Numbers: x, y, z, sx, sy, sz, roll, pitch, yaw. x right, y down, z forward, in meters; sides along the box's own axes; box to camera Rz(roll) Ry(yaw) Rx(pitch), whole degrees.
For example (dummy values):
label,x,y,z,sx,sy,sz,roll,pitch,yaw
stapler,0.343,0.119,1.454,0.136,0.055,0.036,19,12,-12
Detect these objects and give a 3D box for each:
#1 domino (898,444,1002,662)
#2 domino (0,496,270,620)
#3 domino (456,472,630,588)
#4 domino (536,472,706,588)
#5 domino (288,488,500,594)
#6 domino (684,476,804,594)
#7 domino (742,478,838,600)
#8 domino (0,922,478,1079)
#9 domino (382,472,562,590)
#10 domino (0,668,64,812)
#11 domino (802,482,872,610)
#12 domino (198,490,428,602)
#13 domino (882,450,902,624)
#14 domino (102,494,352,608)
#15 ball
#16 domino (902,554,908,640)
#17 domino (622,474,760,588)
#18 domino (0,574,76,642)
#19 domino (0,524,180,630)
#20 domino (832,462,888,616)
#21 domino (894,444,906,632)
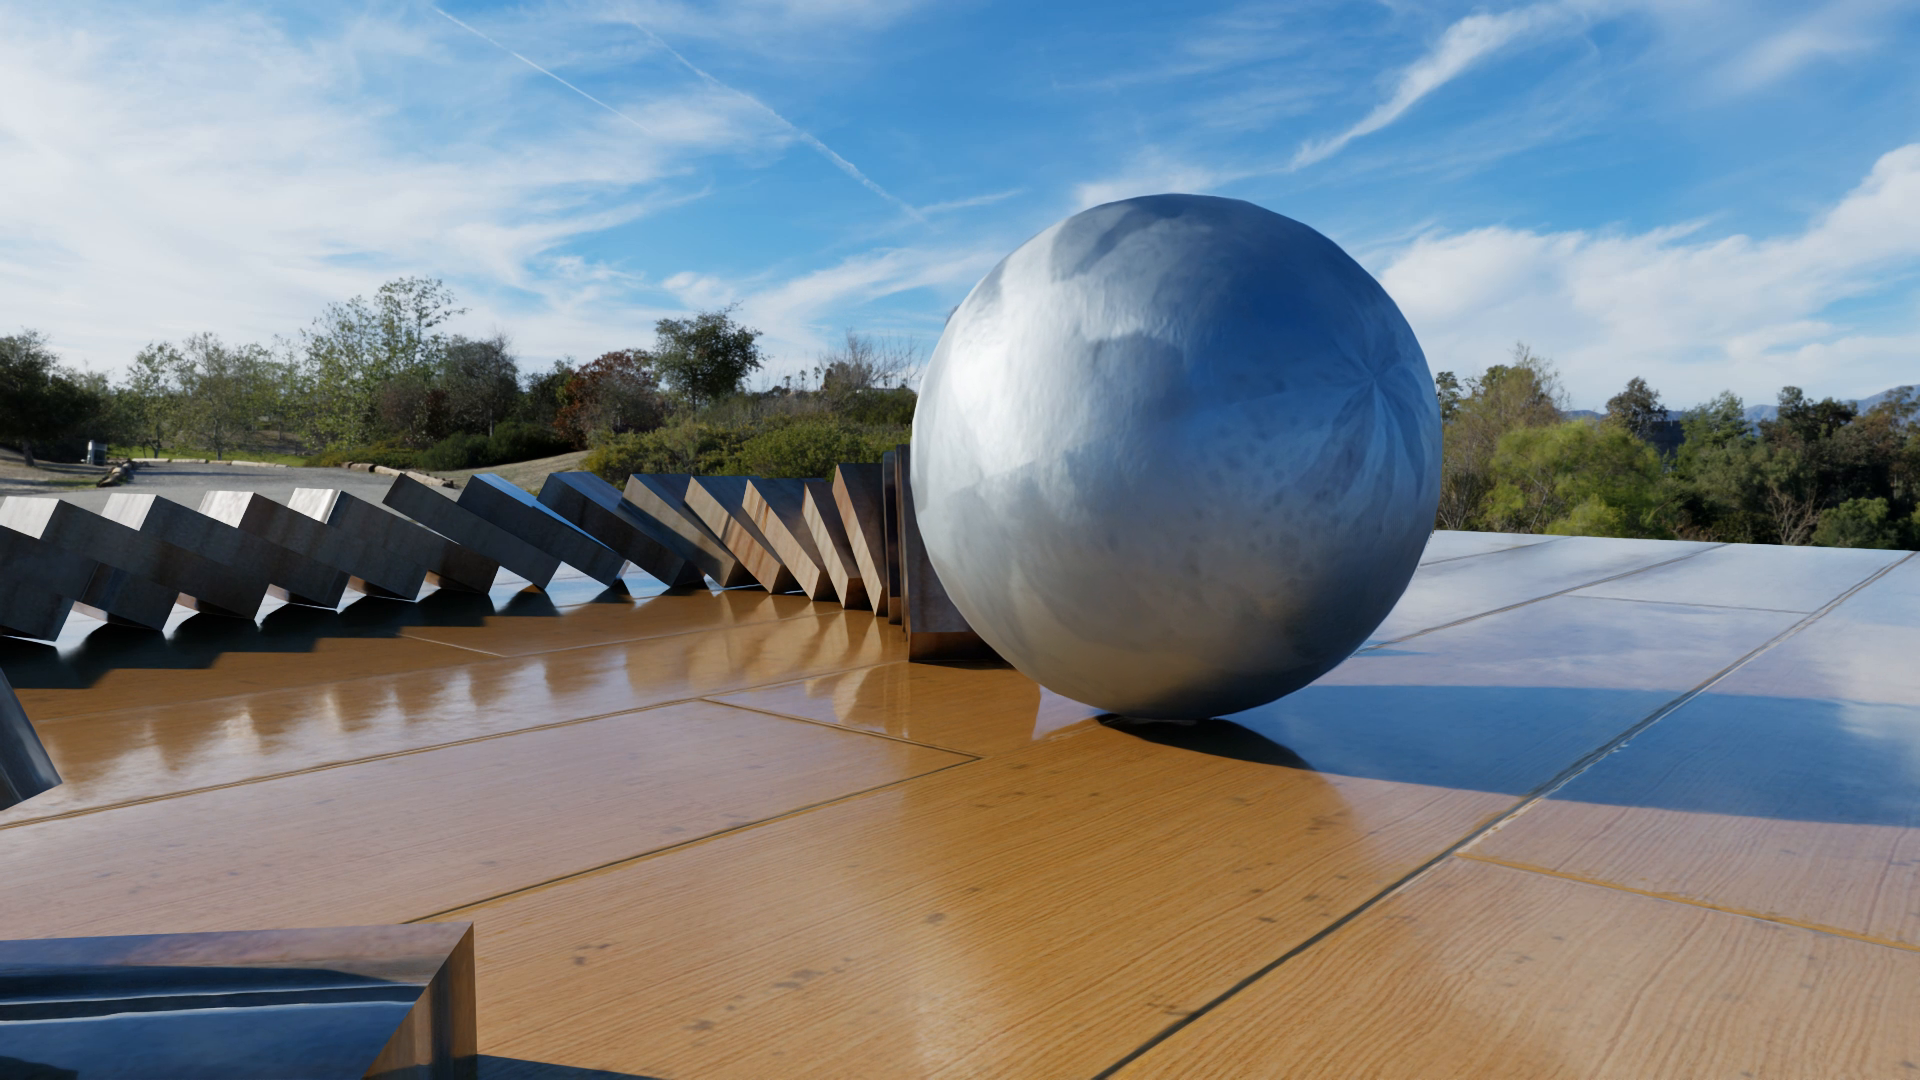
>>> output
label,x,y,z,sx,sy,sz,roll,pitch,yaw
domino,0.001,0.002,0.265,0.025,0.050,0.009,0,-40,-6
domino,-0.193,0.005,0.300,0.025,0.009,0.050,3,-21,32
domino,-0.124,-0.003,0.389,0.050,0.009,0.025,30,0,-8
domino,-0.102,-0.004,0.395,0.050,0.010,0.025,32,9,7
domino,-0.156,0.001,0.354,0.025,0.009,0.050,3,-21,38
domino,-0.059,-0.003,0.384,0.025,0.010,0.050,-3,34,-45
domino,-0.041,-0.001,0.370,0.025,0.010,0.050,-3,33,-34
domino,-0.057,0.032,0.074,0.050,0.009,0.025,0,4,-6
domino,-0.143,-0.003,0.377,0.050,0.009,0.025,32,-9,-22
domino,-0.082,0.023,0.070,0.050,0.010,0.025,-24,7,-6
domino,-0.025,0.000,0.352,0.025,0.009,0.050,-2,32,-21
domino,-0.169,0.002,0.336,0.025,0.009,0.050,3,-21,37
domino,-0.006,-0.002,0.319,0.025,0.010,0.050,0,47,-6
domino,-0.182,0.003,0.319,0.025,0.009,0.050,3,-21,37
ball,0.032,-0.012,0.199,0.080,0.080,0.080,0,4,0
domino,0.000,-0.001,0.292,0.025,0.050,0.009,0,-40,-5
domino,-0.078,-0.004,0.395,0.050,0.010,0.025,36,21,27
domino,-0.214,0.007,0.261,0.025,0.010,0.050,1,-22,31
domino,-0.203,0.006,0.281,0.025,0.009,0.050,3,-22,32
domino,-0.015,-0.001,0.336,0.025,0.010,0.050,-2,41,-21
domino,-0.002,-0.001,0.305,0.025,0.050,0.010,0,-40,-6
